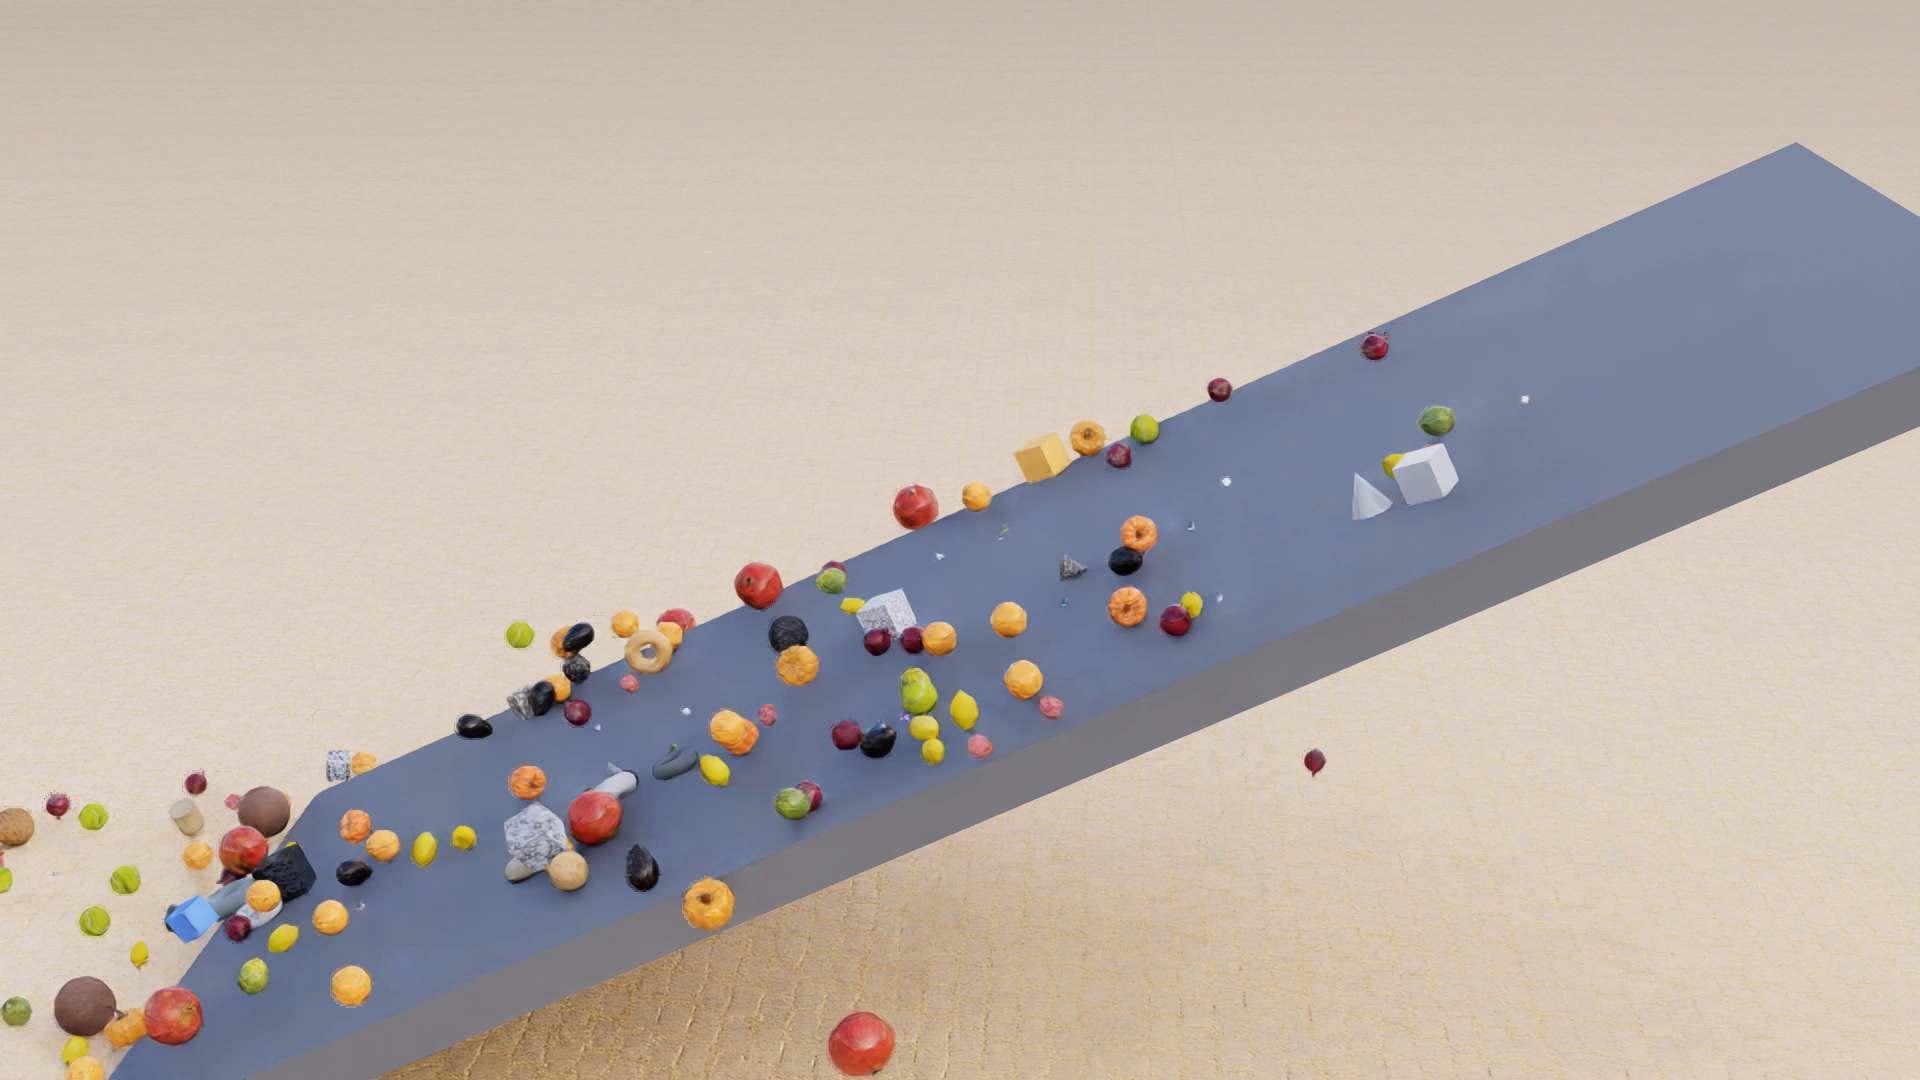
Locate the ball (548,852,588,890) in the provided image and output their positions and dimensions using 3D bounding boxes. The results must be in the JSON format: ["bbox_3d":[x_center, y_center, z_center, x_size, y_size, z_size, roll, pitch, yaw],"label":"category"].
[{"bbox_3d":[-0.762,0.644,5.722,0.077,0.077,0.077,0,16,0],"label":"ball"}]

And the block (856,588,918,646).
[{"bbox_3d":[-0.161,0.170,6.432,0.082,0.082,0.082,-17,16,34],"label":"block"}]

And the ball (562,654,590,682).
[{"bbox_3d":[-0.961,0.322,7.371,0.070,0.070,0.070,0,16,0],"label":"ball"}]

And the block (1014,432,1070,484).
[{"bbox_3d":[0.202,-0.201,7.188,0.085,0.085,0.085,-15,17,39],"label":"block"}]

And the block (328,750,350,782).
[{"bbox_3d":[-1.554,0.564,7.351,0.054,0.054,0.054,0,33,-13],"label":"block"}]

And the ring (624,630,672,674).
[{"bbox_3d":[-0.742,0.267,7.009,0.114,0.114,0.038,-1,16,-3],"label":"ring"}]

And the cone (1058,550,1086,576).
[{"bbox_3d":[0.246,0.061,6.215,0.059,0.059,0.059,26,22,12],"label":"cone"}]

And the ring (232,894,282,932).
[{"bbox_3d":[-1.573,0.835,6.587,0.121,0.040,0.121,-24,17,8],"label":"ring"}]

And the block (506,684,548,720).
[{"bbox_3d":[-1.074,0.402,7.286,0.063,0.063,0.063,-33,15,-28],"label":"block"}]

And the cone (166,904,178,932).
[{"bbox_3d":[-1.817,0.888,6.899,0.067,0.067,0.067,3,16,17],"label":"cone"}]

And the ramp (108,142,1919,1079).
[{"bbox_3d":[0.135,0.169,6.283,4.000,0.100,2.000,-24,13,9],"label":"ramp"}]

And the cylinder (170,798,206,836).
[{"bbox_3d":[-1.965,0.704,7.480,0.067,0.067,0.067,-13,39,11],"label":"cylinder"}]

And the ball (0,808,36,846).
[{"bbox_3d":[-2.388,0.725,7.426,0.100,0.100,0.100,0,16,0],"label":"ball"}]

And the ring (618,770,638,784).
[{"bbox_3d":[-0.729,0.524,6.223,0.104,0.035,0.104,-28,14,7],"label":"ring"}]

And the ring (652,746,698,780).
[{"bbox_3d":[-0.599,0.470,6.191,0.104,0.035,0.104,-26,13,6],"label":"ring"}]

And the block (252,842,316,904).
[{"bbox_3d":[-1.533,0.762,6.676,0.094,0.094,0.094,-24,13,6],"label":"block"}]

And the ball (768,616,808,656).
[{"bbox_3d":[-0.389,0.216,6.664,0.090,0.090,0.090,0,16,0],"label":"ball"}]

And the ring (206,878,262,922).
[{"bbox_3d":[-1.680,0.830,6.788,0.149,0.050,0.149,-24,14,6],"label":"ring"}]

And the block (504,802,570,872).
[{"bbox_3d":[-0.837,0.586,5.807,0.083,0.083,0.083,-33,45,12],"label":"block"}]

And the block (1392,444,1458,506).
[{"bbox_3d":[0.888,-0.124,5.610,0.080,0.080,0.080,-16,16,37],"label":"block"}]

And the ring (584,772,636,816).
[{"bbox_3d":[-0.722,0.523,6.060,0.125,0.042,0.125,-36,-10,-7],"label":"ring"}]

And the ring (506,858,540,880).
[{"bbox_3d":[-0.881,0.660,5.985,0.098,0.033,0.098,-24,14,7],"label":"ring"}]

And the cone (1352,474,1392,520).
[{"bbox_3d":[0.780,-0.094,5.685,0.084,0.084,0.084,-24,13,6],"label":"cone"}]

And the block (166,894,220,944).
[{"bbox_3d":[-1.652,0.816,6.330,0.066,0.066,0.066,-25,18,36],"label":"block"}]
